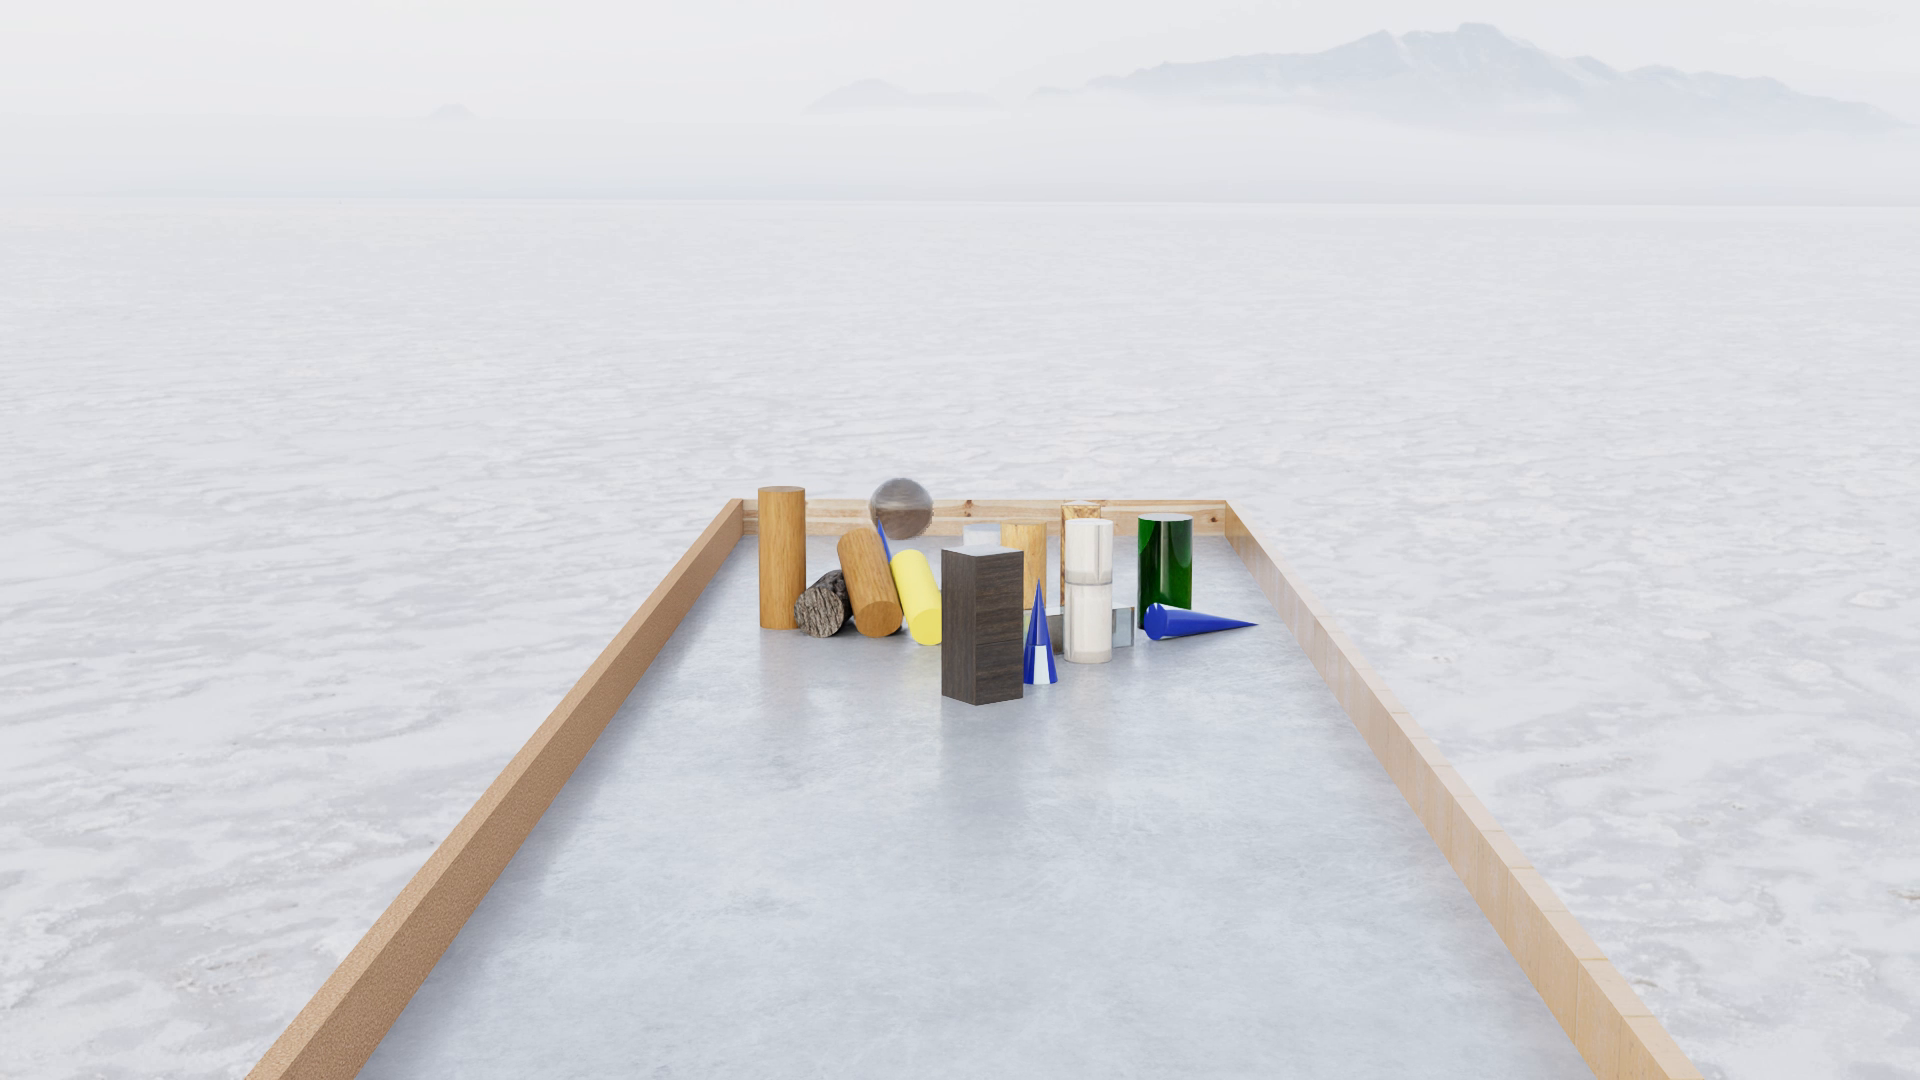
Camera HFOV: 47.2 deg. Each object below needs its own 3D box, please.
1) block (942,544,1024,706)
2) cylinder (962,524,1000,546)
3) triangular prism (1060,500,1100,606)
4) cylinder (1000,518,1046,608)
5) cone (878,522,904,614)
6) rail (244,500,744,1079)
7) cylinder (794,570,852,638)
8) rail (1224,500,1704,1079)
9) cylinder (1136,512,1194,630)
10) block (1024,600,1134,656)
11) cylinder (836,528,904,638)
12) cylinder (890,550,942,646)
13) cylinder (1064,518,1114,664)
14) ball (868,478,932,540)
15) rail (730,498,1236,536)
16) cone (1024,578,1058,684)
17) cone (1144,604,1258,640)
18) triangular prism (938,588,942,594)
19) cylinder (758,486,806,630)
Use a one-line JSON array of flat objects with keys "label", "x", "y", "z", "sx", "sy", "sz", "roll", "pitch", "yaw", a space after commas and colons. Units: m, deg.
[{"label": "block", "x": 0.063, "y": 0.235, "z": 6.184, "sx": 0.165, "sy": 0.420, "sz": 0.165, "roll": -6, "pitch": 11, "yaw": -35}, {"label": "cylinder", "x": 0.096, "y": 0.122, "z": 7.175, "sx": 0.176, "sy": 0.331, "sz": 0.176, "roll": 0, "pitch": 10, "yaw": 0}, {"label": "triangular prism", "x": 0.392, "y": 0.078, "z": 7.219, "sx": 0.128, "sy": 0.407, "sz": 0.111, "roll": 0, "pitch": 9, "yaw": 1}, {"label": "cylinder", "x": 0.200, "y": 0.135, "z": 6.915, "sx": 0.144, "sy": 0.389, "sz": 0.144, "roll": 0, "pitch": 9, "yaw": 0}, {"label": "cone", "x": -0.257, "y": 0.079, "z": 7.340, "sx": 0.154, "sy": 0.354, "sz": 0.154, "roll": -4, "pitch": -33, "yaw": -3}, {"label": "rail", "x": -1.004, "y": 0.839, "z": 3.234, "sx": 0.050, "sy": 0.150, "sz": 12.000, "roll": 0, "pitch": 9, "yaw": 1}, {"label": "cylinder", "x": -0.426, "y": 0.205, "z": 7.191, "sx": 0.164, "sy": 0.164, "sz": 0.342, "roll": 1, "pitch": 9, "yaw": 8}, {"label": "rail", "x": 1.046, "y": 0.843, "z": 3.208, "sx": 0.050, "sy": 0.150, "sz": 12.000, "roll": 0, "pitch": 9, "yaw": 1}, {"label": "cylinder", "x": 0.669, "y": 0.105, "z": 7.181, "sx": 0.180, "sy": 0.365, "sz": 0.180, "roll": 0, "pitch": 9, "yaw": 0}, {"label": "block", "x": 0.354, "y": 0.276, "z": 6.863, "sx": 0.370, "sy": 0.127, "sz": 0.127, "roll": -5, "pitch": 10, "yaw": -27}, {"label": "cylinder", "x": -0.293, "y": 0.136, "z": 7.130, "sx": 0.154, "sy": 0.154, "sz": 0.369, "roll": -2, "pitch": 39, "yaw": -13}, {"label": "cylinder", "x": -0.130, "y": 0.181, "z": 7.057, "sx": 0.132, "sy": 0.132, "sz": 0.394, "roll": -2, "pitch": 28, "yaw": -12}, {"label": "cylinder", "x": 0.390, "y": 0.155, "z": 6.674, "sx": 0.145, "sy": 0.425, "sz": 0.145, "roll": 0, "pitch": 9, "yaw": 0}, {"label": "ball", "x": -0.243, "y": -0.128, "z": 8.990, "sx": 0.259, "sy": 0.259, "sz": 0.259, "roll": 0, "pitch": 9, "yaw": 0}, {"label": "rail", "x": 0.099, "y": -0.098, "z": 9.147, "sx": 2.100, "sy": 0.150, "sz": 0.050, "roll": 0, "pitch": 9, "yaw": 1}, {"label": "cone", "x": 0.228, "y": 0.258, "z": 6.399, "sx": 0.116, "sy": 0.308, "sz": 0.116, "roll": 0, "pitch": 9, "yaw": 0}, {"label": "cone", "x": 0.805, "y": 0.269, "z": 7.123, "sx": 0.447, "sy": 0.118, "sz": 0.118, "roll": 3, "pitch": 6, "yaw": -35}, {"label": "triangular prism", "x": -0.086, "y": 0.201, "z": 7.289, "sx": 0.155, "sy": 0.135, "sz": 0.320, "roll": -1, "pitch": 9, "yaw": -7}, {"label": "cylinder", "x": -0.582, "y": 0.057, "z": 7.204, "sx": 0.155, "sy": 0.452, "sz": 0.155, "roll": 0, "pitch": 9, "yaw": 0}]
